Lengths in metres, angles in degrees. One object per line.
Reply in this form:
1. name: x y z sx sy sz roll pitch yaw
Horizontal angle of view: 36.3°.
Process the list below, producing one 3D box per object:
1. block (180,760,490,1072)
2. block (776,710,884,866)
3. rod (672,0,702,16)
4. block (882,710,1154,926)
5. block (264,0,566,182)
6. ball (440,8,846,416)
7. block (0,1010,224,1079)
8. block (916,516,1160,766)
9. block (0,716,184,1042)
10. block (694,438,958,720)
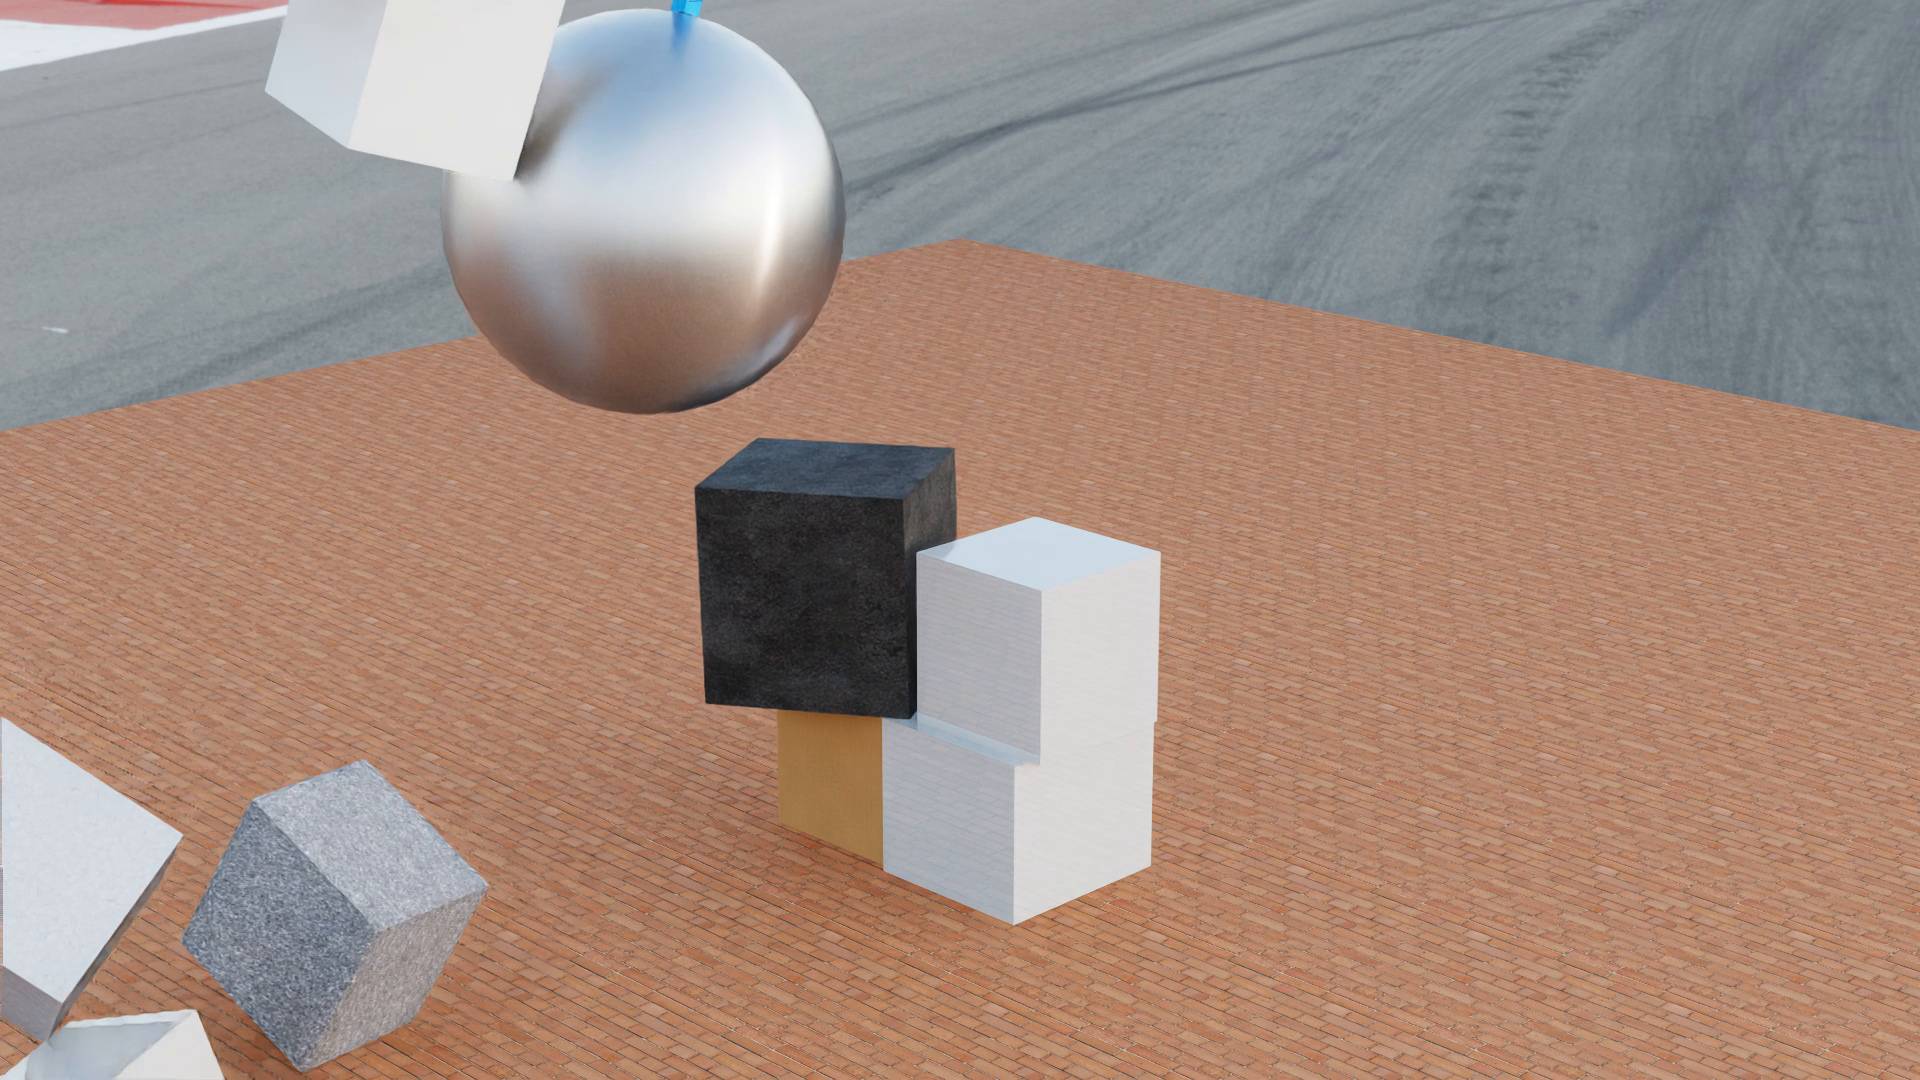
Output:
1. block: -2.501 1.492 11.716 0.765 0.805 0.637 42 29 18
2. block: -0.315 0.992 13.954 0.805 0.739 0.758 -17 24 -42
3. rod: -0.542 -4.607 11.326 0.080 5.200 0.080 17 7 42
4. block: 0.265 1.156 13.412 0.913 0.753 0.832 -17 24 -42
5. block: -2.012 -1.865 10.842 0.678 0.784 0.770 8 17 -39
6. ball: -1.251 -1.295 11.624 1.600 1.600 1.600 0 17 0
7. block: -3.008 2.077 10.470 0.602 0.572 0.509 -10 17 26
8. block: 0.349 0.436 13.111 0.764 0.801 0.766 17 24 42
9. block: -3.344 1.224 10.459 0.760 0.713 0.794 35 -28 -7
10. block: -0.597 0.162 13.611 0.980 1.038 0.859 3 18 15
